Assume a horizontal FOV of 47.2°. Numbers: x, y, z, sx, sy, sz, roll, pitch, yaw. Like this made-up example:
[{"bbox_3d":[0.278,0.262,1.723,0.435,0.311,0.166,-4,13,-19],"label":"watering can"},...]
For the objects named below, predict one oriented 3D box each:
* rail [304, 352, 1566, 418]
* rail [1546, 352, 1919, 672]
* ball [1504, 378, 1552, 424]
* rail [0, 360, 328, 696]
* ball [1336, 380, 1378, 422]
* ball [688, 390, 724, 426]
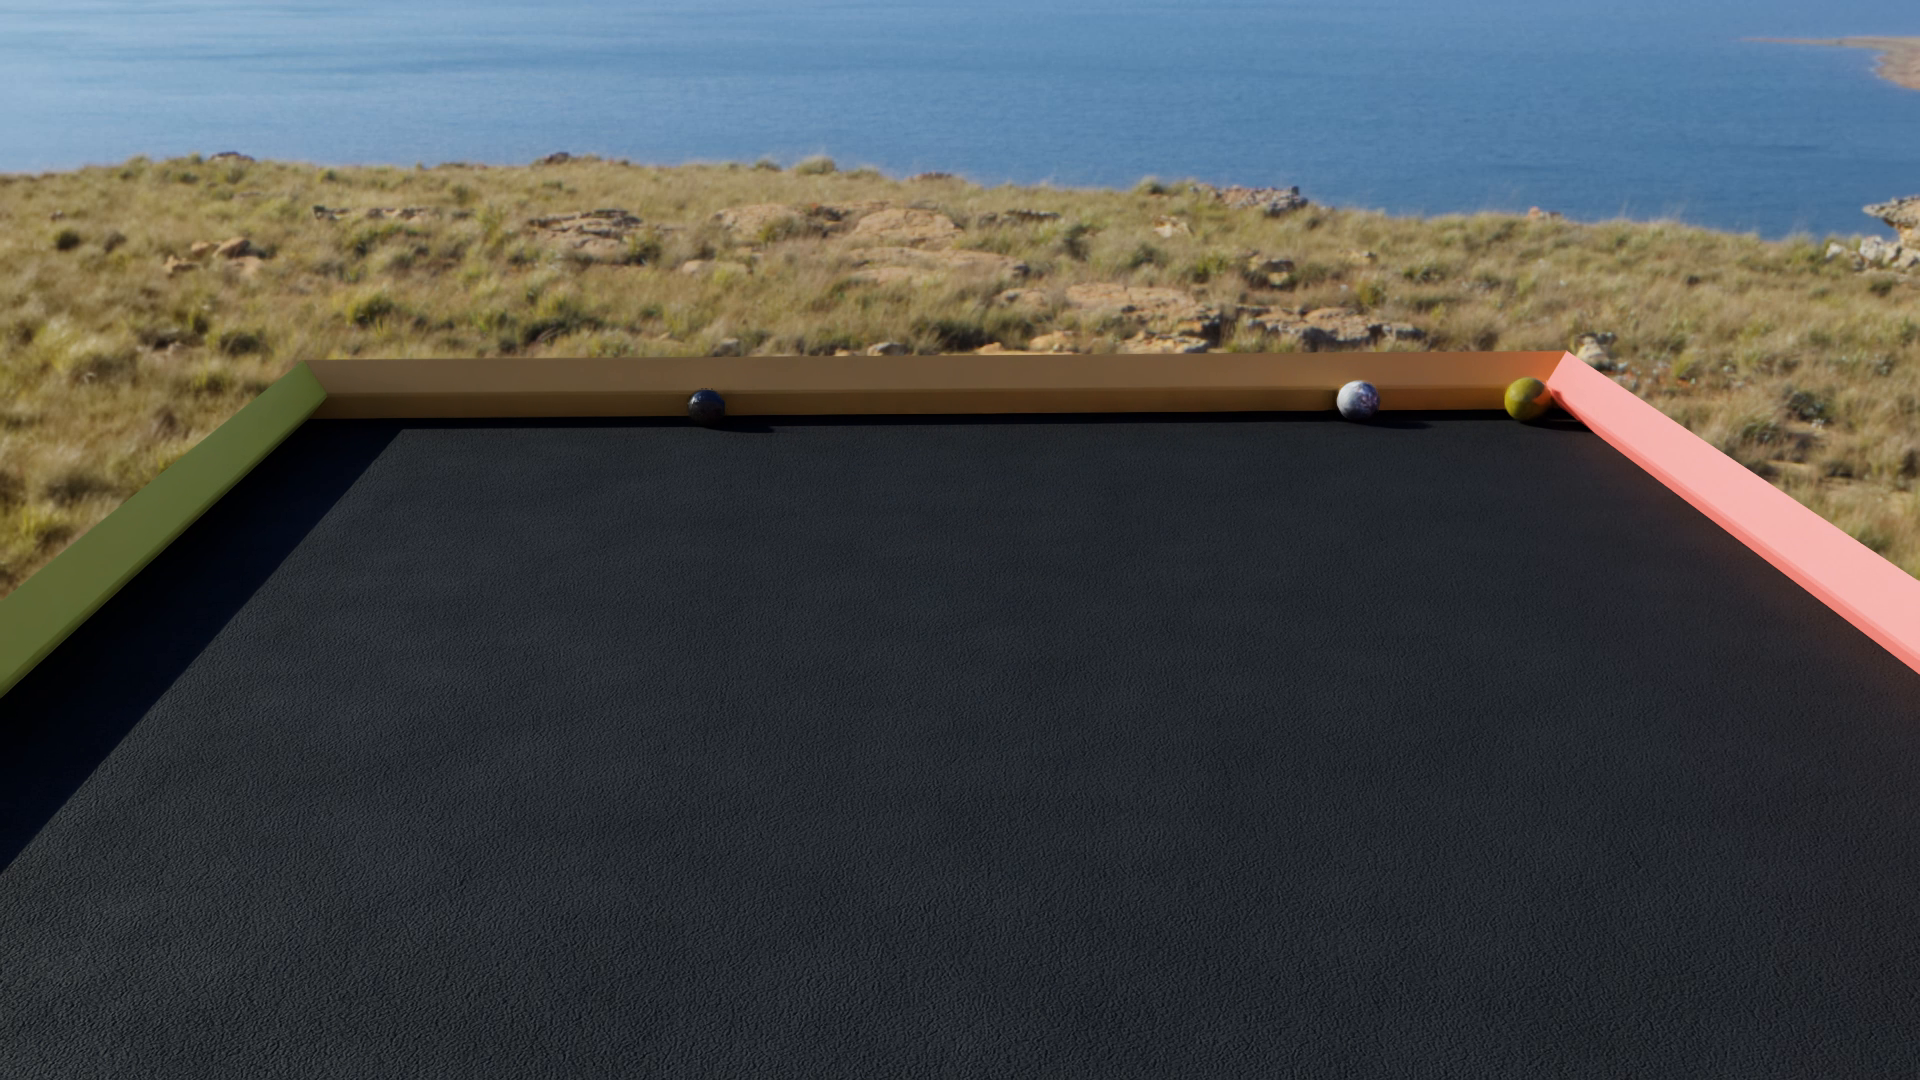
[{"bbox_3d":[-0.029,-0.243,3.506,2.023,0.094,0.045,-1,16,-2],"label":"rail"},{"bbox_3d":[1.017,0.211,1.944,0.045,0.094,3.373,-1,16,-2],"label":"rail"},{"bbox_3d":[0.896,-0.221,3.470,0.072,0.072,0.072,0,16,0],"label":"ball"},{"bbox_3d":[-0.957,0.230,1.876,0.045,0.094,3.373,-1,16,-2],"label":"rail"},{"bbox_3d":[0.629,-0.220,3.483,0.064,0.064,0.064,0,16,0],"label":"ball"},{"bbox_3d":[-0.398,-0.207,3.451,0.058,0.058,0.058,0,16,0],"label":"ball"}]
